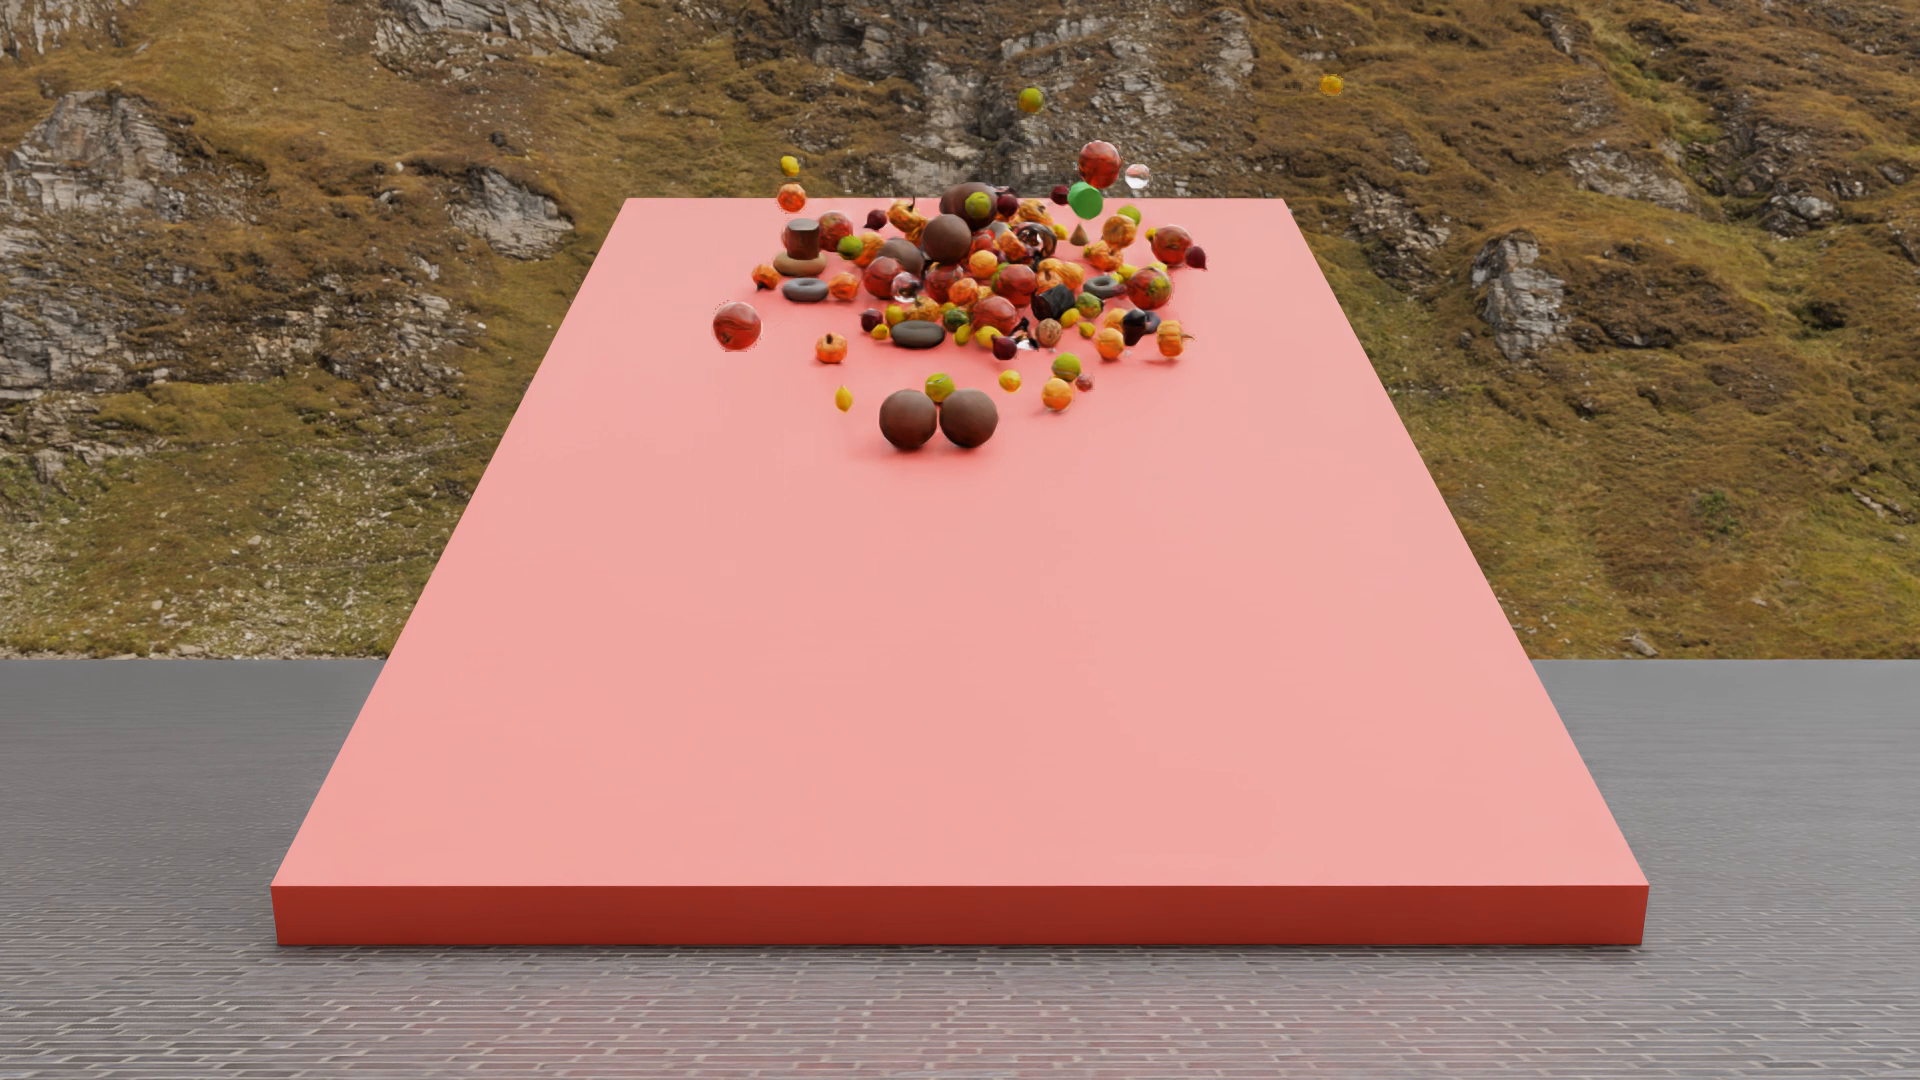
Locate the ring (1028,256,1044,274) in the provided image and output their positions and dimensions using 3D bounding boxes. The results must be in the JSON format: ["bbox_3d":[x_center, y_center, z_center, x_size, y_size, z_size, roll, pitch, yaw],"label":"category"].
[{"bbox_3d":[0.175,-0.751,6.292,0.108,0.036,0.108,-2,18,1],"label":"ring"}]

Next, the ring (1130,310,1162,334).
[{"bbox_3d":[0.466,-0.545,5.789,0.078,0.078,0.026,0,-43,2],"label":"ring"}]

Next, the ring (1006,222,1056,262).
[{"bbox_3d":[0.195,-0.816,6.327,0.141,0.047,0.141,9,-39,7],"label":"ring"}]

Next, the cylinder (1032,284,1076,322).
[{"bbox_3d":[0.237,-0.598,5.857,0.080,0.080,0.080,-28,14,-33],"label":"cylinder"}]

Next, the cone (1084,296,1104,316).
[{"bbox_3d":[0.341,-0.596,5.940,0.053,0.053,0.053,0,-4,-4],"label":"cone"}]

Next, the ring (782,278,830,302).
[{"bbox_3d":[-0.405,-0.656,6.058,0.126,0.042,0.126,1,22,0],"label":"ring"}]

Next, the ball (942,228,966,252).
[{"bbox_3d":[-0.018,-0.841,6.466,0.070,0.070,0.070,0,-3,0],"label":"ball"}]

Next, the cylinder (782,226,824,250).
[{"bbox_3d":[-0.439,-0.844,6.449,0.085,0.085,0.085,21,12,40],"label":"cylinder"}]

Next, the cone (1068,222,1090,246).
[{"bbox_3d":[0.332,-0.857,6.408,0.060,0.060,0.060,-2,36,1],"label":"cone"}]

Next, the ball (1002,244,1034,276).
[{"bbox_3d":[0.158,-0.751,6.201,0.084,0.084,0.084,0,-3,0],"label":"ball"}]

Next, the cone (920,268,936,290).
[{"bbox_3d":[-0.089,-0.697,6.140,0.055,0.055,0.055,0,23,0],"label":"cone"}]

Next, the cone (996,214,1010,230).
[{"bbox_3d":[0.094,-0.877,6.598,0.077,0.077,0.077,-35,5,-11],"label":"cone"}]

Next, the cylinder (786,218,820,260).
[{"bbox_3d":[-0.424,-0.812,6.240,0.088,0.088,0.088,1,31,-1],"label":"cylinder"}]

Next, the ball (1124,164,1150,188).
[{"bbox_3d":[0.452,-0.927,5.873,0.065,0.065,0.065,0,-3,0],"label":"ball"}]

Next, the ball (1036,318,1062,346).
[{"bbox_3d":[0.218,-0.512,5.683,0.067,0.067,0.067,0,-3,0],"label":"ball"}]

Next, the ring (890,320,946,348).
[{"bbox_3d":[-0.104,-0.509,5.702,0.135,0.045,0.135,1,19,0],"label":"ring"}]

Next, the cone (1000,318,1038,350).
[{"bbox_3d":[0.135,-0.490,5.663,0.088,0.088,0.088,-23,-9,16],"label":"cone"}]

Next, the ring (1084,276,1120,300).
[{"bbox_3d":[0.374,-0.665,6.082,0.097,0.032,0.097,-4,33,3],"label":"ring"}]

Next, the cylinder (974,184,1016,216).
[{"bbox_3d":[0.105,-1.004,6.828,0.091,0.091,0.091,13,4,29],"label":"cylinder"}]

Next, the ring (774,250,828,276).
[{"bbox_3d":[-0.434,-0.755,6.283,0.149,0.050,0.149,0,23,0],"label":"ring"}]

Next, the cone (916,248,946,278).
[{"bbox_3d":[-0.088,-0.749,6.192,0.083,0.083,0.083,-1,-4,15],"label":"cone"}]

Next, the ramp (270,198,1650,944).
[{"bbox_3d":[-0.007,-0.224,5.210,2.000,0.100,4.000,0,23,0],"label":"ramp"}]

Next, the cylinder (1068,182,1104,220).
[{"bbox_3d":[0.345,-0.932,6.335,0.086,0.086,0.086,0,21,-7],"label":"cylinder"}]

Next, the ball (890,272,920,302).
[{"bbox_3d":[-0.138,-0.644,5.889,0.078,0.078,0.078,0,-3,0],"label":"ball"}]
